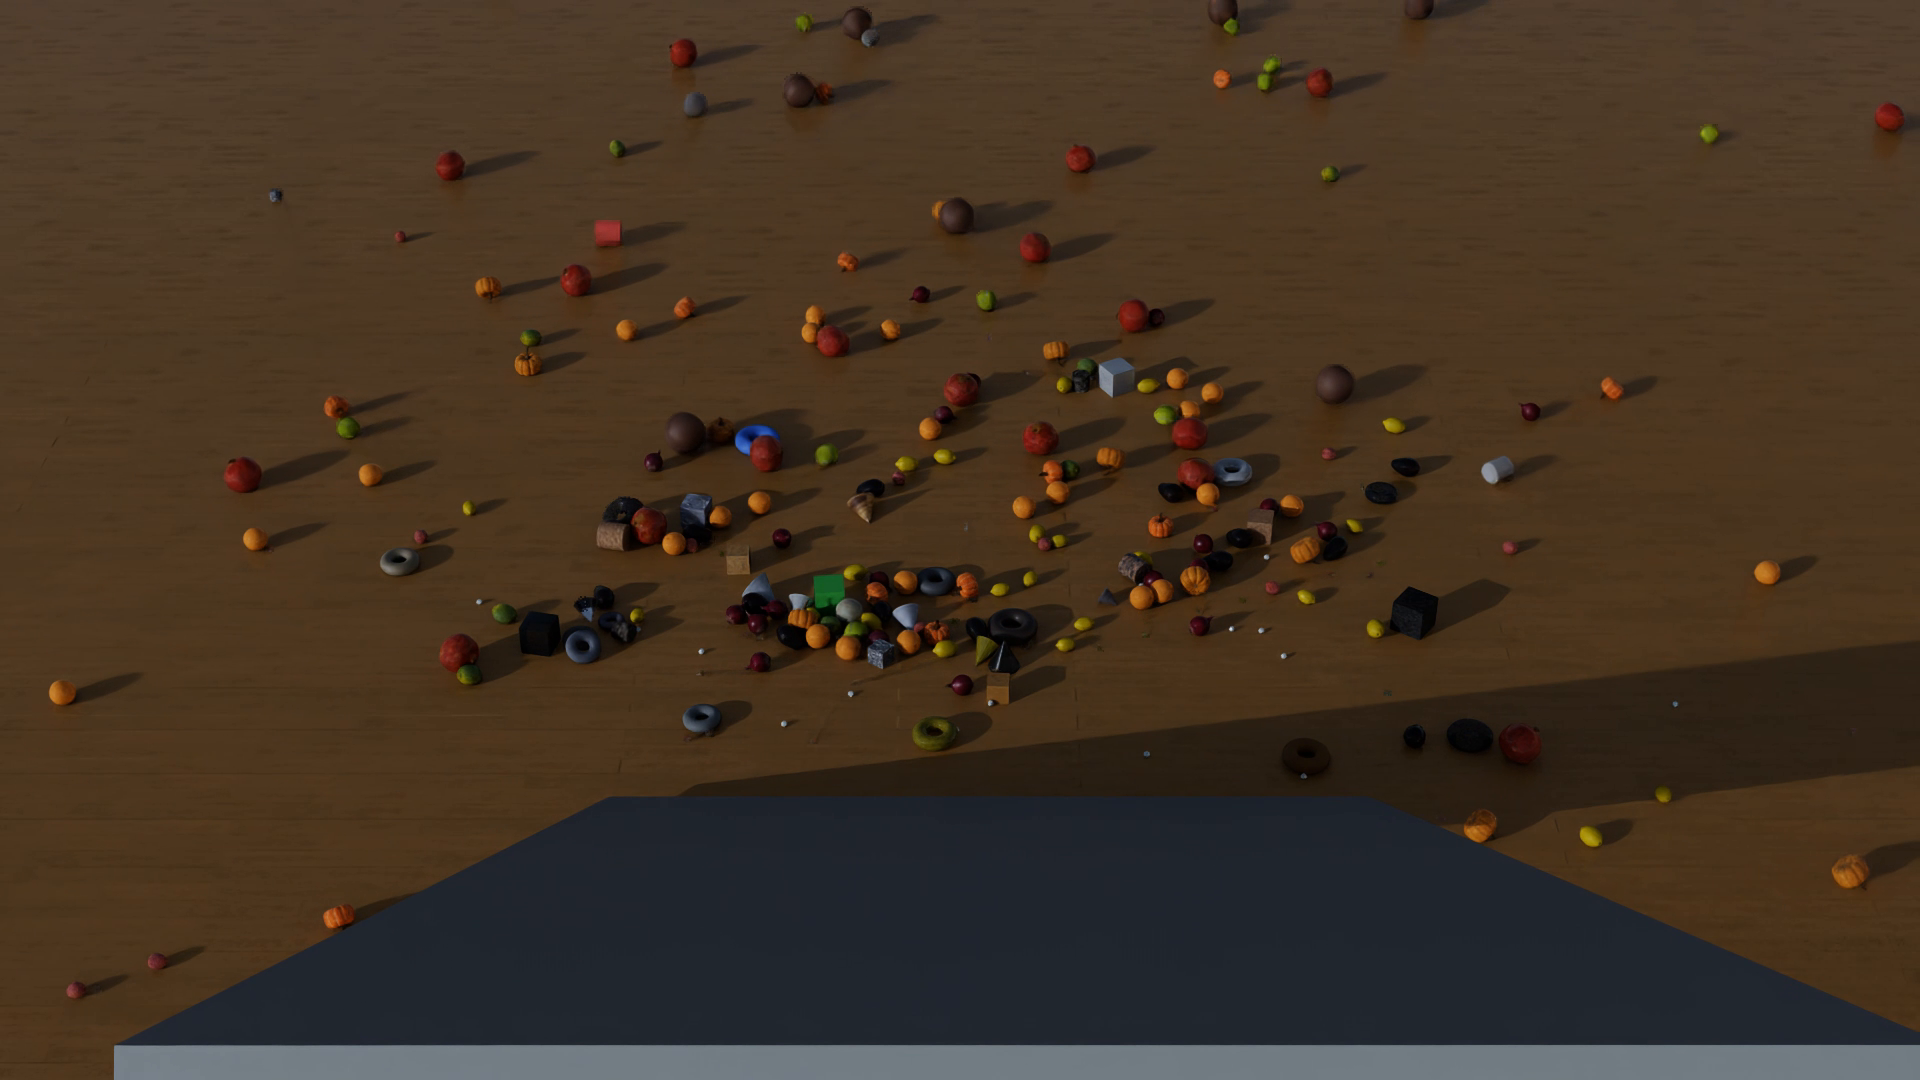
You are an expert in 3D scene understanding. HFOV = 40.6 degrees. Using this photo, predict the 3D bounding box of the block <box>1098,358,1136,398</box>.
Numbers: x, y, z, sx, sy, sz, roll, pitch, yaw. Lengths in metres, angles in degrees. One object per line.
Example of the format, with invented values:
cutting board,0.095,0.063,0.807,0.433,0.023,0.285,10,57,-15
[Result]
block,0.521,-0.541,8.639,0.086,0.086,0.086,-19,39,-25

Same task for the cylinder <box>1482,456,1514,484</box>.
cylinder,1.697,-0.220,8.192,0.069,0.069,0.069,-22,41,-28

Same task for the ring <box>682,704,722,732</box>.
ring,-0.715,0.494,7.199,0.109,0.036,0.109,-1,34,1

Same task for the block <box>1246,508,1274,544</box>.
block,0.917,-0.042,7.932,0.076,0.076,0.076,6,35,8

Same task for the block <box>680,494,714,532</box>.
block,-0.810,-0.086,7.993,0.078,0.078,0.078,8,36,11

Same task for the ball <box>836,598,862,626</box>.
ball,-0.323,0.209,7.567,0.081,0.081,0.081,0,35,0

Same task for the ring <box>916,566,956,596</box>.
ring,-0.071,0.123,7.727,0.122,0.041,0.122,1,34,-1

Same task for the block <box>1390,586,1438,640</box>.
block,1.320,0.213,7.549,0.097,0.097,0.097,23,41,29

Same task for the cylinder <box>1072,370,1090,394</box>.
cylinder,0.402,-0.528,8.644,0.057,0.057,0.057,0,35,0

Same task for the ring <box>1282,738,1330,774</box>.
ring,0.941,0.587,7.061,0.130,0.043,0.130,1,36,-1

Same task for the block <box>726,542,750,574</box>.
block,-0.665,0.056,7.798,0.068,0.068,0.068,-1,35,-1

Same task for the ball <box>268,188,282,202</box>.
ball,-2.569,-1.293,9.746,0.050,0.050,0.050,0,35,0

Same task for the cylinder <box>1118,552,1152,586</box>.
cylinder,0.524,0.086,7.752,0.073,0.073,0.073,-26,43,-32

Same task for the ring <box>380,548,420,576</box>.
ring,-1.684,0.065,7.811,0.120,0.040,0.120,0,36,0

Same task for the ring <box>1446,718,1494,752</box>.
ring,1.401,0.537,7.132,0.127,0.042,0.127,0,33,0

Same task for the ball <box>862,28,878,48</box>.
ball,-0.377,-2.104,10.887,0.075,0.075,0.075,0,35,0

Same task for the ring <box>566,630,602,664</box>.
ring,-1.079,0.306,7.441,0.103,0.034,0.103,5,64,-11

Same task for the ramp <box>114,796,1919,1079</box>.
ramp,0.077,0.663,4.831,2.000,0.100,4.000,0,-2,0

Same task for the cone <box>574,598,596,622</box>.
cone,-1.090,0.213,7.606,0.067,0.067,0.067,-13,63,-18

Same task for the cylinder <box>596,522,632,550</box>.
cylinder,-1.051,-0.012,7.884,0.082,0.082,0.082,7,36,10

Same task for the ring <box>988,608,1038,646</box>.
ring,0.152,0.251,7.536,0.148,0.049,0.148,-1,36,0

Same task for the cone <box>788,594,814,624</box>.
cone,-0.474,0.210,7.607,0.078,0.078,0.078,8,62,12

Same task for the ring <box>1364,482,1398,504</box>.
ring,1.317,-0.147,8.120,0.102,0.034,0.102,1,34,-1

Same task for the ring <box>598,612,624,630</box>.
ring,-1.017,0.237,7.577,0.078,0.026,0.078,-1,34,1

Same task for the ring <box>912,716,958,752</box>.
ring,-0.068,0.532,7.139,0.128,0.043,0.128,-1,36,0

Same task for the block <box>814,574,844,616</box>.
block,-0.384,0.163,7.629,0.087,0.087,0.087,-3,35,-5

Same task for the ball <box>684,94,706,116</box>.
ball,-1.058,-1.730,10.339,0.088,0.088,0.088,0,35,0

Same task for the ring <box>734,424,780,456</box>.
ring,-0.652,-0.320,8.355,0.145,0.048,0.145,1,36,-1

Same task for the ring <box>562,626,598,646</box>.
ring,-1.098,0.284,7.503,0.101,0.034,0.101,1,35,-1

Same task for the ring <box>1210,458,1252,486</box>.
ring,0.859,-0.215,8.209,0.131,0.044,0.131,-1,35,1

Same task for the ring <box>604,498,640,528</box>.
ring,-1.038,-0.077,7.977,0.122,0.041,0.122,-11,58,18

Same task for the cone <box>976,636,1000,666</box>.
cone,0.064,0.330,7.434,0.080,0.080,0.080,20,66,26

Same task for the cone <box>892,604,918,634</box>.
cone,-0.146,0.242,7.558,0.085,0.085,0.085,-12,63,-17

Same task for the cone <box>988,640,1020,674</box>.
cone,0.126,0.321,7.398,0.093,0.093,0.093,0,35,0

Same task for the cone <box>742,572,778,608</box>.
cone,-0.572,0.166,7.662,0.100,0.100,0.100,43,47,10

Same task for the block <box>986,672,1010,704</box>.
block,0.107,0.416,7.288,0.062,0.062,0.062,2,35,3

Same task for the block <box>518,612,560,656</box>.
block,-1.209,0.270,7.475,0.087,0.087,0.087,8,36,11

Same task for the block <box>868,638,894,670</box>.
block,-0.226,0.325,7.425,0.054,0.054,0.054,23,41,29
